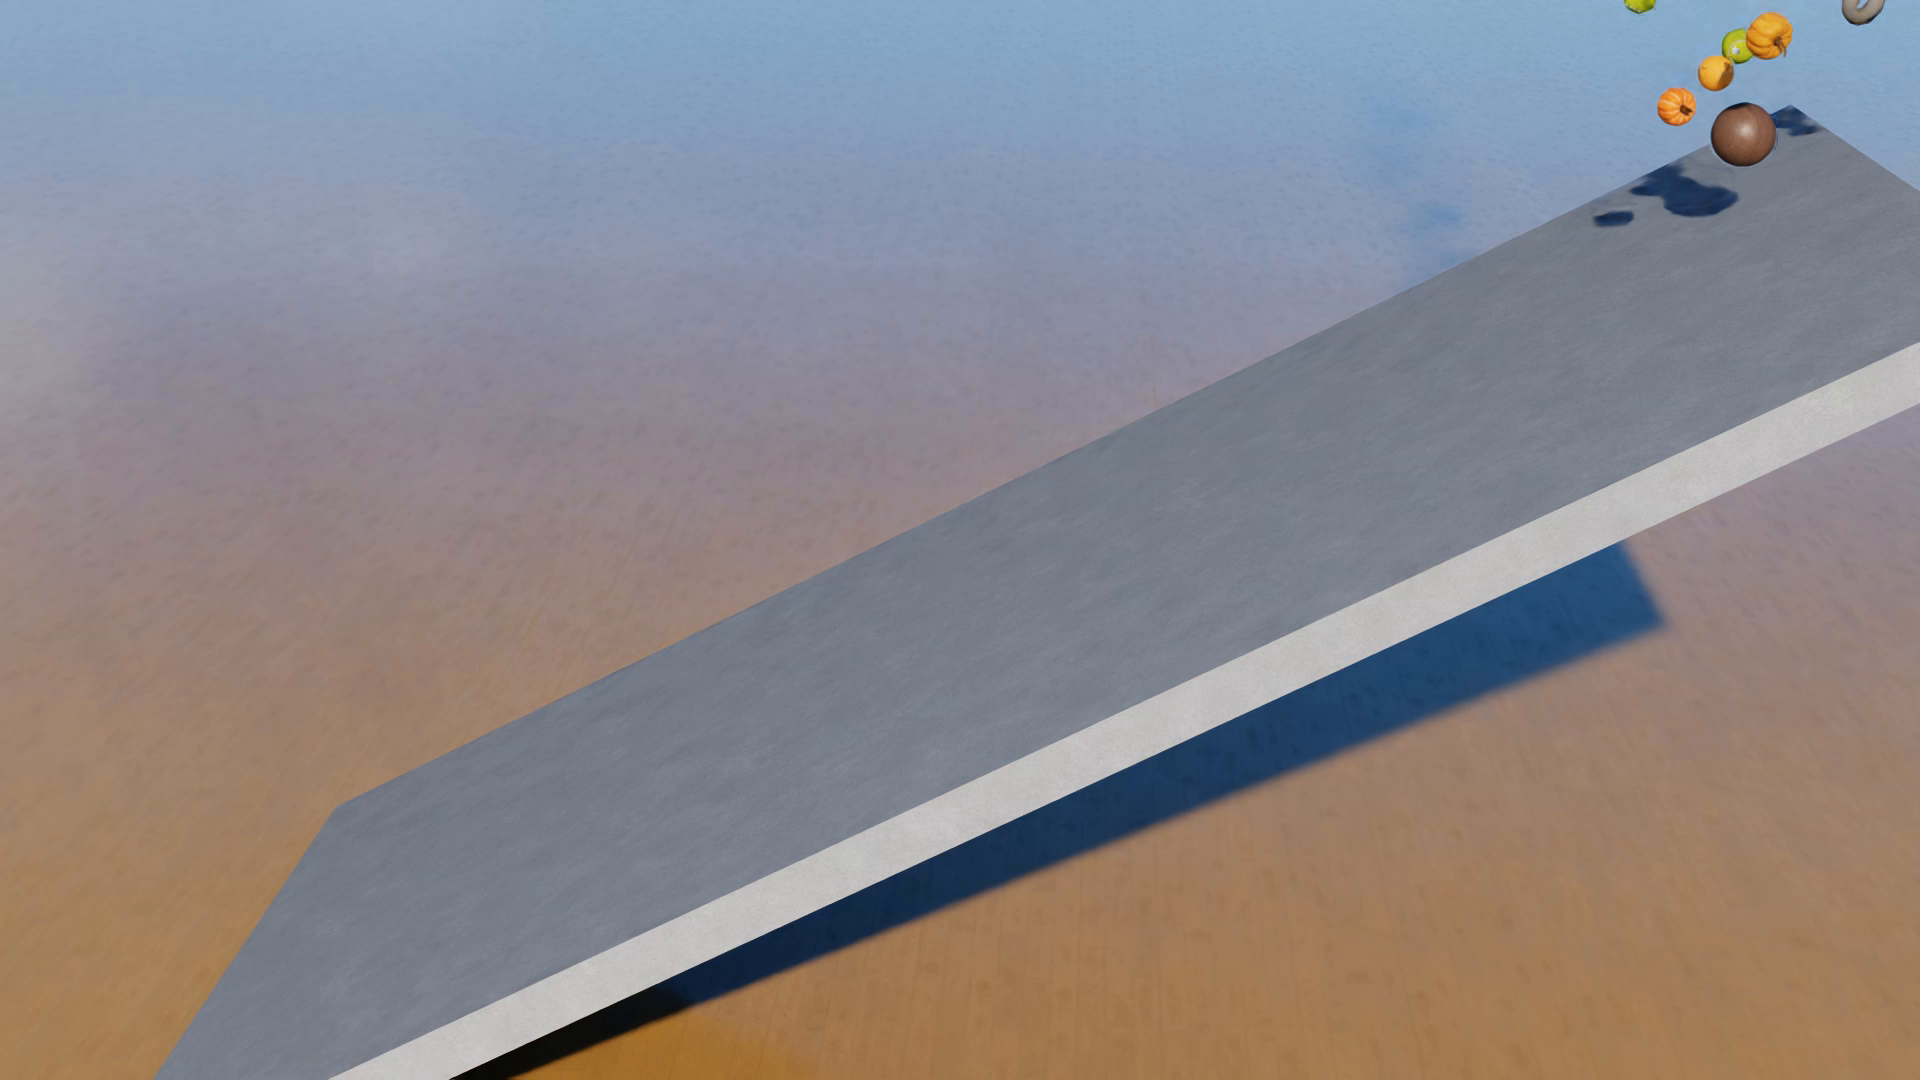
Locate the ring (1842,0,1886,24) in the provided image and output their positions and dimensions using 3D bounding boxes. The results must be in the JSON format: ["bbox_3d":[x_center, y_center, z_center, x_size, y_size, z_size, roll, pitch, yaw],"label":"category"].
[{"bbox_3d":[1.833,-1.094,5.967,0.034,0.101,0.101,16,6,-32],"label":"ring"}]

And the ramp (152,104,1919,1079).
[{"bbox_3d":[0.140,0.168,6.281,4.000,0.100,2.000,-26,14,10],"label":"ramp"}]
